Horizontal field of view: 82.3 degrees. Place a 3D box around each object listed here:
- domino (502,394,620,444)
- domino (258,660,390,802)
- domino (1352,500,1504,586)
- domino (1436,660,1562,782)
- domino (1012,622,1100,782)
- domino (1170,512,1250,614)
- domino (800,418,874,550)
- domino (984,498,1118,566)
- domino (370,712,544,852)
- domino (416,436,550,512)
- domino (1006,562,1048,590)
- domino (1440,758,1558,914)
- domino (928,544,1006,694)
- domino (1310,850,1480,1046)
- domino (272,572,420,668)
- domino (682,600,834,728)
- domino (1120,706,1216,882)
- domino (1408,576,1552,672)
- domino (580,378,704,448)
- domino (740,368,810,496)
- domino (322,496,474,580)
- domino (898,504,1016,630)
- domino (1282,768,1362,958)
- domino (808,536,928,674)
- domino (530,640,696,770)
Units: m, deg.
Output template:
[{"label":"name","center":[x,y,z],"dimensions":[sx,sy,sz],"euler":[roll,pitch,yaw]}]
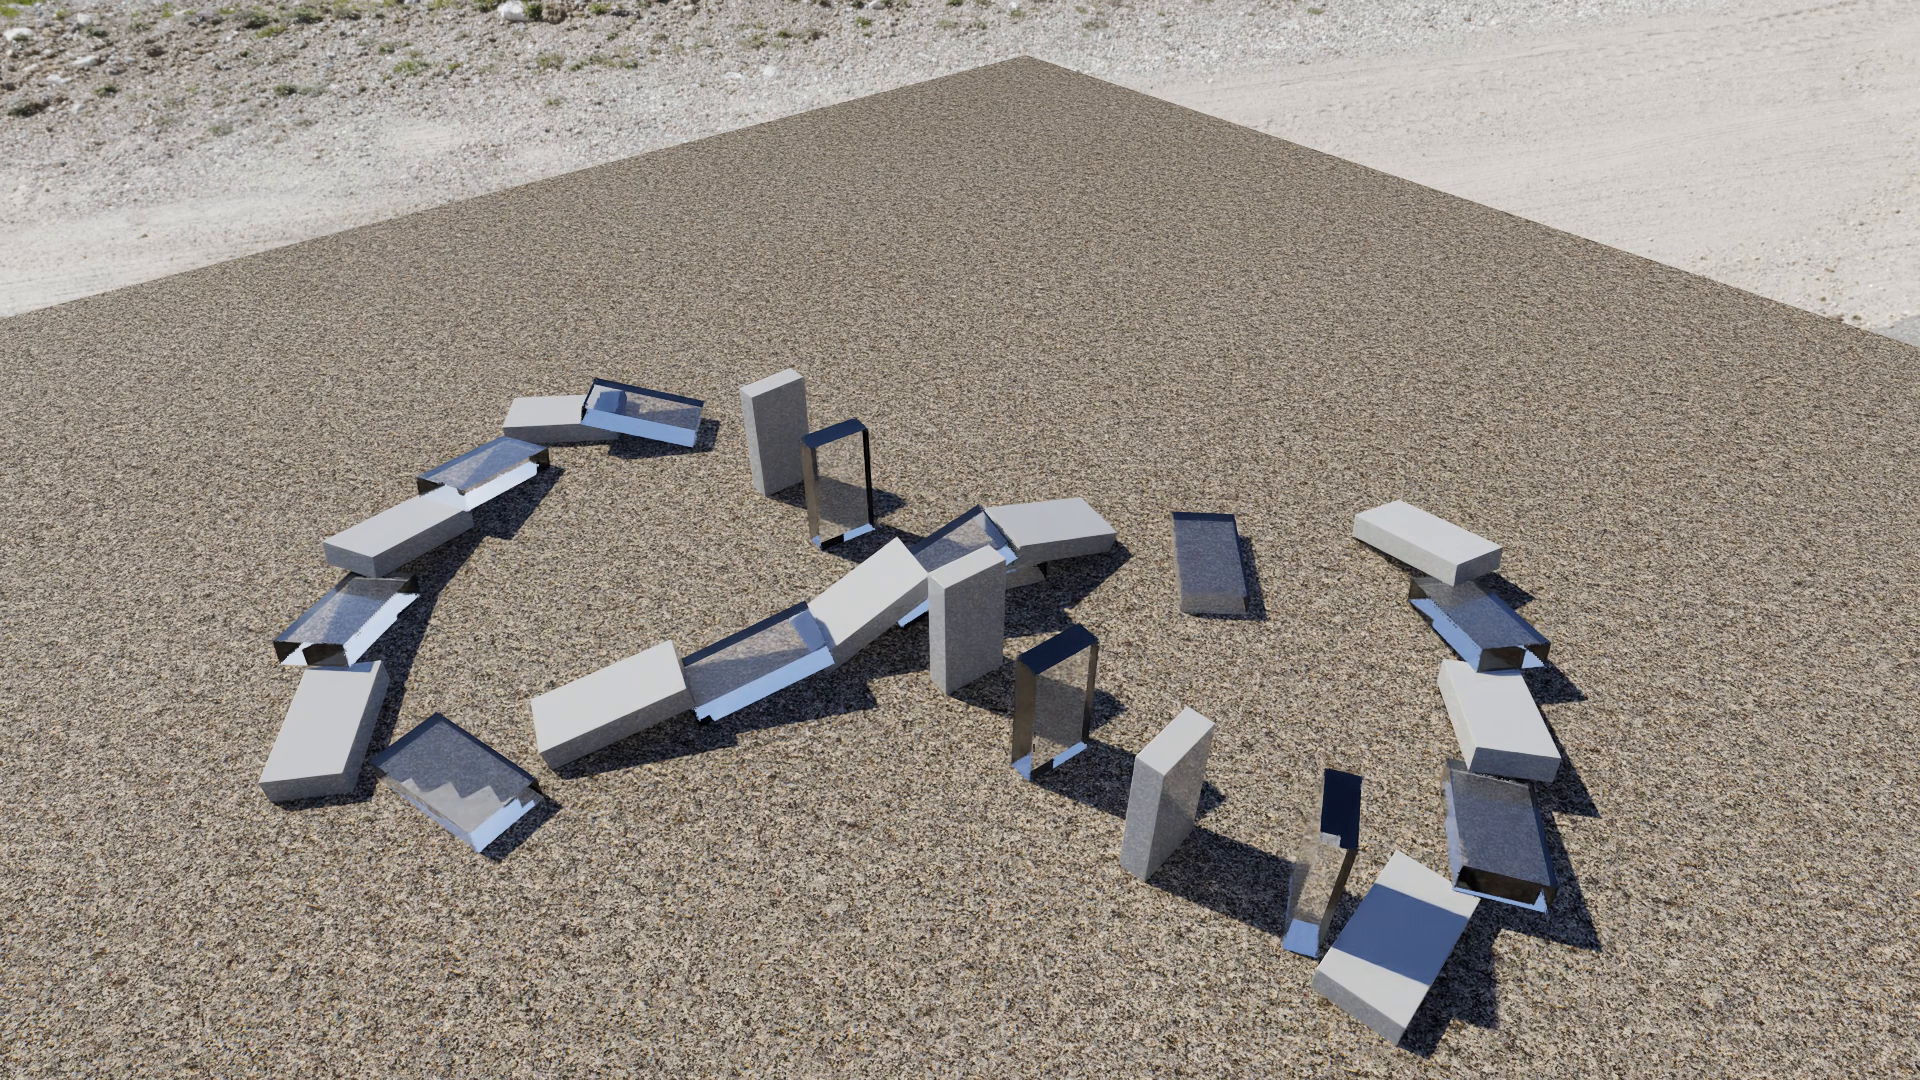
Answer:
[{"label":"domino","center":[-0.184,-0.057,0.513],"dimensions":[0.050,0.009,0.025],"euler":[-3,39,-4]},{"label":"domino","center":[-0.211,0.063,0.367],"dimensions":[0.025,0.009,0.050],"euler":[-6,40,-7]},{"label":"domino","center":[0.184,0.000,0.434],"dimensions":[0.025,0.009,0.050],"euler":[-17,31,-23]},{"label":"domino","center":[0.177,0.059,0.364],"dimensions":[0.025,0.009,0.050],"euler":[7,28,8]},{"label":"domino","center":[0.030,0.052,0.348],"dimensions":[0.025,0.050,0.010],"euler":[-25,46,-27]},{"label":"domino","center":[0.098,0.008,0.433],"dimensions":[0.025,0.010,0.050],"euler":[3,39,3]},{"label":"domino","center":[-0.048,-0.022,0.438],"dimensions":[0.025,0.050,0.010],"euler":[-23,45,-26]},{"label":"domino","center":[0.035,-0.004,0.436],"dimensions":[0.050,0.009,0.025],"euler":[-7,41,-35]},{"label":"domino","center":[-0.160,0.076,0.350],"dimensions":[0.050,0.009,0.025],"euler":[23,45,26]},{"label":"domino","center":[-0.203,-0.029,0.471],"dimensions":[0.025,0.009,0.050],"euler":[14,30,17]},{"label":"domino","center":[0.006,0.010,0.432],"dimensions":[0.050,0.010,0.025],"euler":[-12,41,-14]},{"label":"domino","center":[0.160,0.087,0.329],"dimensions":[0.025,0.010,0.050],"euler":[11,29,13]},{"label":"domino","center":[0.002,0.028,0.377],"dimensions":[0.025,0.050,0.009],"euler":[-25,45,-27]},{"label":"domino","center":[0.122,0.112,0.307],"dimensions":[0.025,0.010,0.050],"euler":[29,48,31]},{"label":"domino","center":[-0.222,0.028,0.402],"dimensions":[0.025,0.010,0.050],"euler":[2,28,3]},{"label":"domino","center":[-0.072,0.043,0.382],"dimensions":[0.050,0.010,0.025],"euler":[-25,44,-8]},{"label":"domino","center":[0.060,0.075,0.320],"dimensions":[0.009,0.050,0.025],"euler":[30,48,32]},{"label":"domino","center":[0.187,0.029,0.400],"dimensions":[0.025,0.010,0.050],"euler":[-4,27,-5]},{"label":"domino","center":[-0.145,-0.059,0.505],"dimensions":[0.050,0.009,0.025],"euler":[11,38,-10]},{"label":"domino","center":[-0.077,-0.045,0.467],"dimensions":[0.025,0.050,0.009],"euler":[-28,47,-30]},{"label":"domino","center":[-0.223,-0.003,0.438],"dimensions":[0.025,0.010,0.050],"euler":[14,29,17]},{"label":"domino","center":[-0.007,0.010,0.411],"dimensions":[0.050,0.010,0.025],"euler":[-33,47,-5]},{"label":"domino","center":[0.099,0.089,0.302],"dimensions":[0.009,0.050,0.025],"euler":[12,41,14]},{"label":"domino","center":[-0.035,0.023,0.399],"dimensions":[0.050,0.009,0.025],"euler":[-37,48,-5]},{"label":"domino","center":[-0.116,0.055,0.369],"dimensions":[0.050,0.009,0.025],"euler":[-24,44,-10]}]
